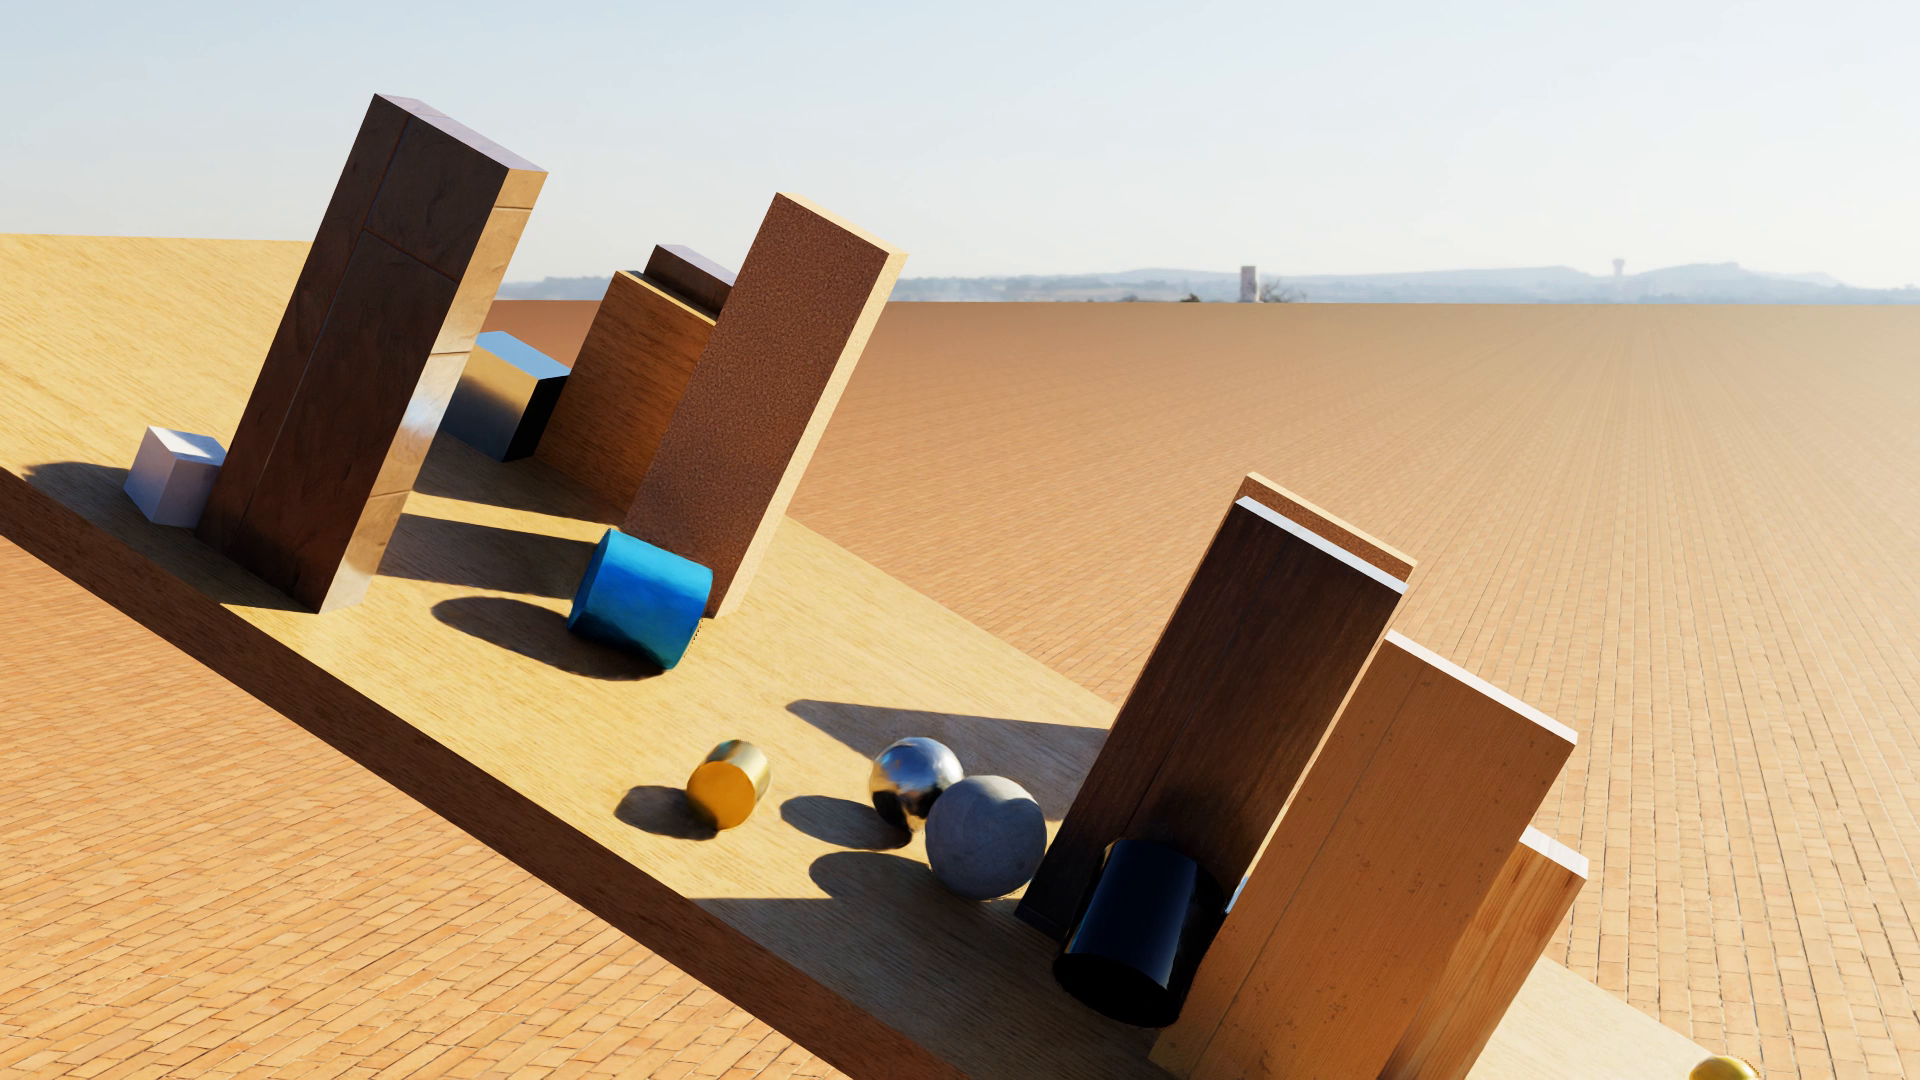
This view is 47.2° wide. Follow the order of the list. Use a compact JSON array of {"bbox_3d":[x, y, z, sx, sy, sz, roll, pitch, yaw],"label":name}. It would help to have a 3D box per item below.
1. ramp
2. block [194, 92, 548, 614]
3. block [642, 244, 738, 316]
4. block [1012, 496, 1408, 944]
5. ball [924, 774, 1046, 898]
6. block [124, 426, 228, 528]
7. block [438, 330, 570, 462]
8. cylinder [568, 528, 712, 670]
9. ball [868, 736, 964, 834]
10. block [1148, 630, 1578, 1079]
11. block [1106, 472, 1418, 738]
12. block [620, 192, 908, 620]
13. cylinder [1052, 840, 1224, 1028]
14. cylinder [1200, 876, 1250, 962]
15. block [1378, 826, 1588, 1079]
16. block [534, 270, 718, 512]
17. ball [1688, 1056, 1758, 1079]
[{"bbox_3d":[-0.230,0.383,4.152,4.000,0.100,2.000,30,14,12],"label":"ramp"},{"bbox_3d":[-0.932,-0.287,3.461,0.254,0.777,0.124,30,14,12],"label":"block"},{"bbox_3d":[-0.570,-0.322,4.803,0.408,0.512,0.142,30,14,12],"label":"block"},{"bbox_3d":[0.402,0.348,3.579,0.297,0.789,0.103,30,14,12],"label":"block"},{"bbox_3d":[0.042,0.489,3.630,0.203,0.203,0.203,0,7,0],"label":"ball"},{"bbox_3d":[-1.258,-0.099,3.560,0.116,0.116,0.116,11,21,-48],"label":"block"},{"bbox_3d":[-0.972,-0.306,4.666,0.197,0.197,0.197,29,14,9],"label":"block"},{"bbox_3d":[-0.570,0.106,3.917,0.195,0.195,0.195,23,1,-15],"label":"cylinder"},{"bbox_3d":[-0.074,0.418,3.758,0.164,0.164,0.164,0,7,0],"label":"ball"},{"bbox_3d":[0.597,0.541,3.308,0.308,0.756,0.088,30,14,12],"label":"block"},{"bbox_3d":[0.639,0.237,4.696,0.395,0.653,0.090,30,14,12],"label":"block"},{"bbox_3d":[-0.397,-0.259,4.291,0.255,0.799,0.116,30,14,12],"label":"block"},{"bbox_3d":[0.274,0.602,3.361,0.204,0.204,0.204,4,51,32],"label":"cylinder"},{"bbox_3d":[0.472,0.676,3.818,0.141,0.141,0.141,3,18,23],"label":"cylinder"},{"bbox_3d":[0.774,0.663,3.755,0.387,0.484,0.131,30,14,12],"label":"block"},{"bbox_3d":[-0.692,-0.315,4.690,0.265,0.446,0.103,30,14,12],"label":"block"},{"bbox_3d":[1.491,1.077,4.290,0.140,0.140,0.140,0,7,0],"label":"ball"}]
